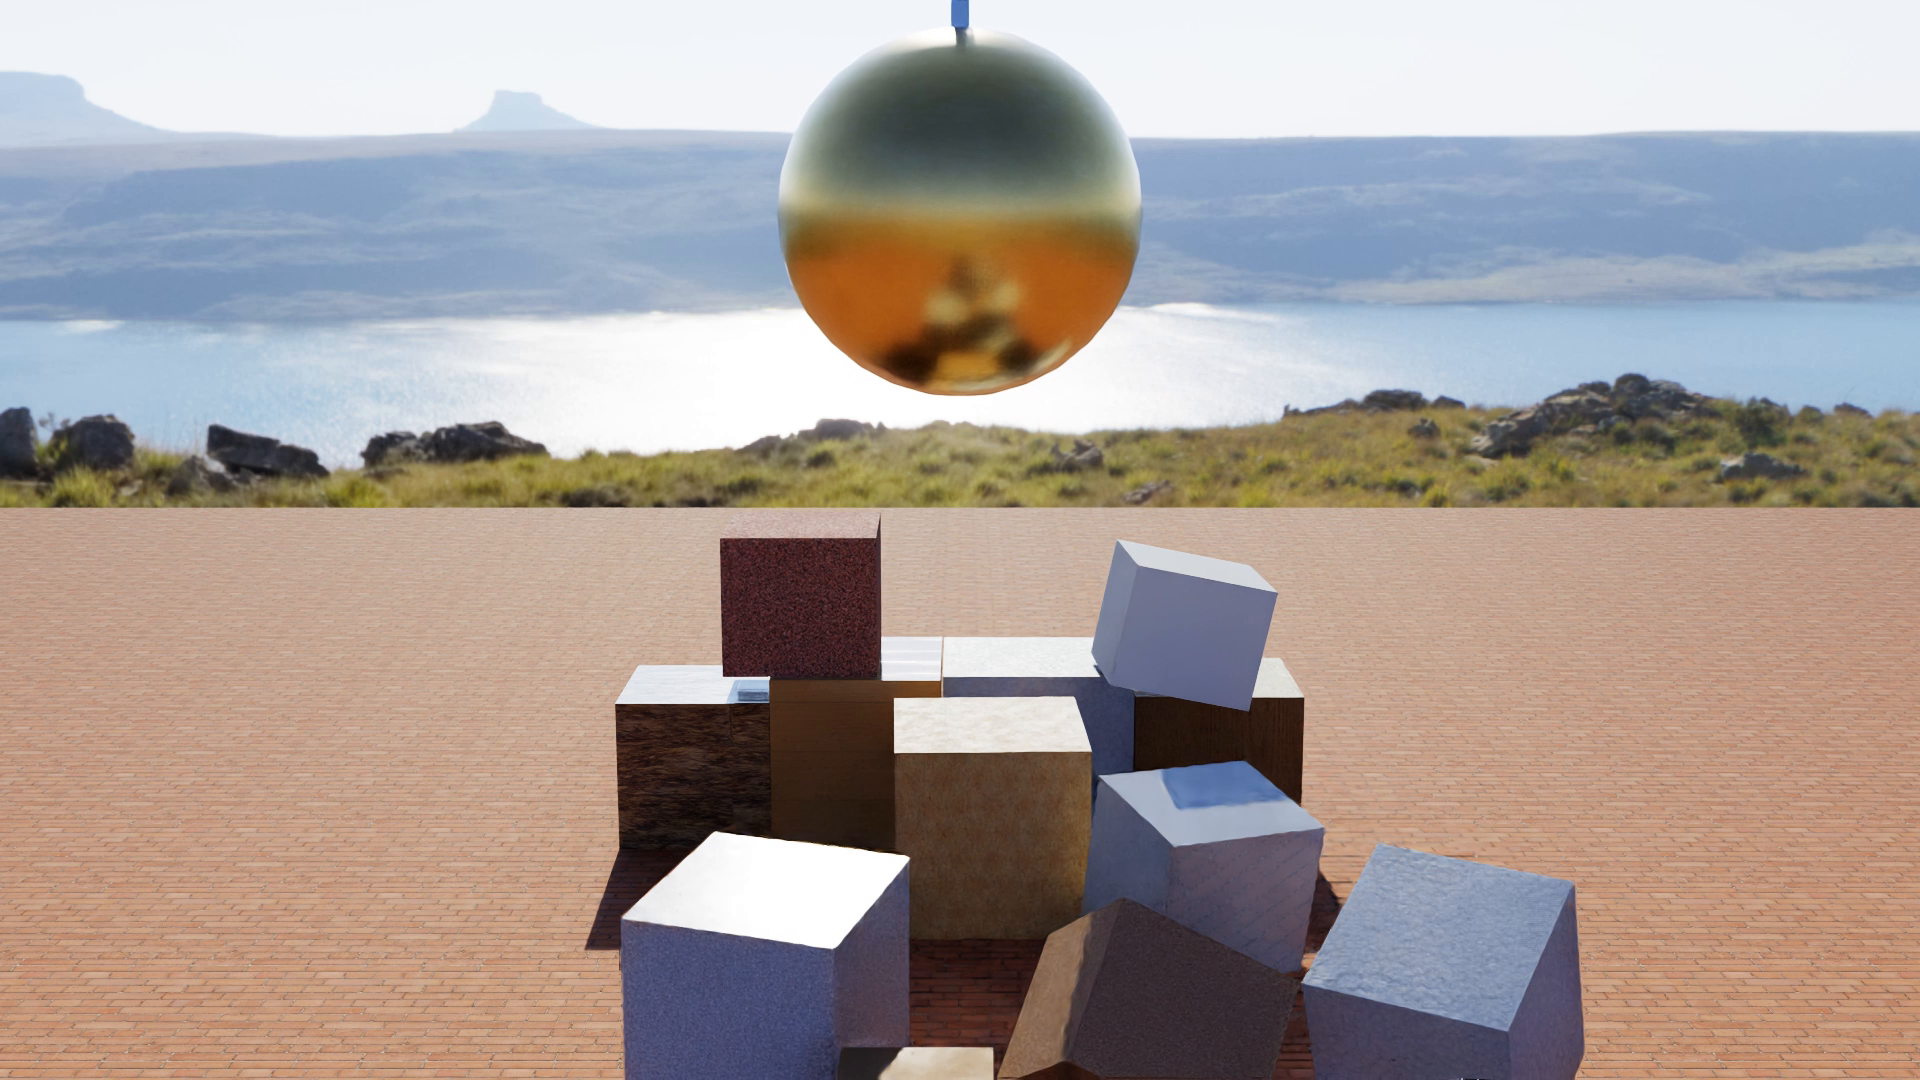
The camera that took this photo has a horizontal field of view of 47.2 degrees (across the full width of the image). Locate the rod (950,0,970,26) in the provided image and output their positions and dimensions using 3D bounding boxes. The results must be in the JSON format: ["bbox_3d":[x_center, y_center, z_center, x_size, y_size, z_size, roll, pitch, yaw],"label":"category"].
[{"bbox_3d":[0.000,-4.823,9.738,0.080,5.200,0.080,0,-2,0],"label":"rod"}]

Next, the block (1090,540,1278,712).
[{"bbox_3d":[1.096,0.413,10.873,0.698,0.601,0.631,11,10,-7],"label":"block"}]

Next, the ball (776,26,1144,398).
[{"bbox_3d":[0.000,-1.425,9.617,1.600,1.600,1.600,0,10,0],"label":"ball"}]

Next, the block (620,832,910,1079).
[{"bbox_3d":[-0.676,1.645,7.902,0.774,0.861,0.825,5,15,16],"label":"block"}]

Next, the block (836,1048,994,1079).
[{"bbox_3d":[-0.144,1.998,7.125,0.508,0.520,0.522,0,10,0],"label":"block"}]

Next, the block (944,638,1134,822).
[{"bbox_3d":[0.390,1.035,11.383,0.949,0.891,0.870,0,10,0],"label":"block"}]

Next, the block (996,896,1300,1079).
[{"bbox_3d":[0.620,1.666,7.397,0.671,0.575,0.688,27,-27,-8],"label":"block"}]

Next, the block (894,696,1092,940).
[{"bbox_3d":[0.132,1.267,10.186,0.867,0.862,0.958,0,10,-2],"label":"block"}]

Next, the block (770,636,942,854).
[{"bbox_3d":[-0.517,1.041,11.350,0.840,0.891,0.960,0,10,0],"label":"block"}]

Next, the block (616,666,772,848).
[{"bbox_3d":[-1.328,1.109,11.365,0.764,0.752,0.804,0,10,0],"label":"block"}]

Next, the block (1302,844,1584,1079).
[{"bbox_3d":[1.679,1.646,7.558,0.696,0.812,0.727,8,37,30],"label":"block"}]

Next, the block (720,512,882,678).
[{"bbox_3d":[-0.794,0.266,11.176,0.762,0.697,0.762,0,10,0],"label":"block"}]

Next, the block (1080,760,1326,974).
[{"bbox_3d":[1.028,1.429,9.428,0.731,0.685,0.653,-3,22,-25],"label":"block"}]

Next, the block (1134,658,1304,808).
[{"bbox_3d":[1.291,1.089,11.398,0.838,0.780,0.841,0,10,0],"label":"block"}]
